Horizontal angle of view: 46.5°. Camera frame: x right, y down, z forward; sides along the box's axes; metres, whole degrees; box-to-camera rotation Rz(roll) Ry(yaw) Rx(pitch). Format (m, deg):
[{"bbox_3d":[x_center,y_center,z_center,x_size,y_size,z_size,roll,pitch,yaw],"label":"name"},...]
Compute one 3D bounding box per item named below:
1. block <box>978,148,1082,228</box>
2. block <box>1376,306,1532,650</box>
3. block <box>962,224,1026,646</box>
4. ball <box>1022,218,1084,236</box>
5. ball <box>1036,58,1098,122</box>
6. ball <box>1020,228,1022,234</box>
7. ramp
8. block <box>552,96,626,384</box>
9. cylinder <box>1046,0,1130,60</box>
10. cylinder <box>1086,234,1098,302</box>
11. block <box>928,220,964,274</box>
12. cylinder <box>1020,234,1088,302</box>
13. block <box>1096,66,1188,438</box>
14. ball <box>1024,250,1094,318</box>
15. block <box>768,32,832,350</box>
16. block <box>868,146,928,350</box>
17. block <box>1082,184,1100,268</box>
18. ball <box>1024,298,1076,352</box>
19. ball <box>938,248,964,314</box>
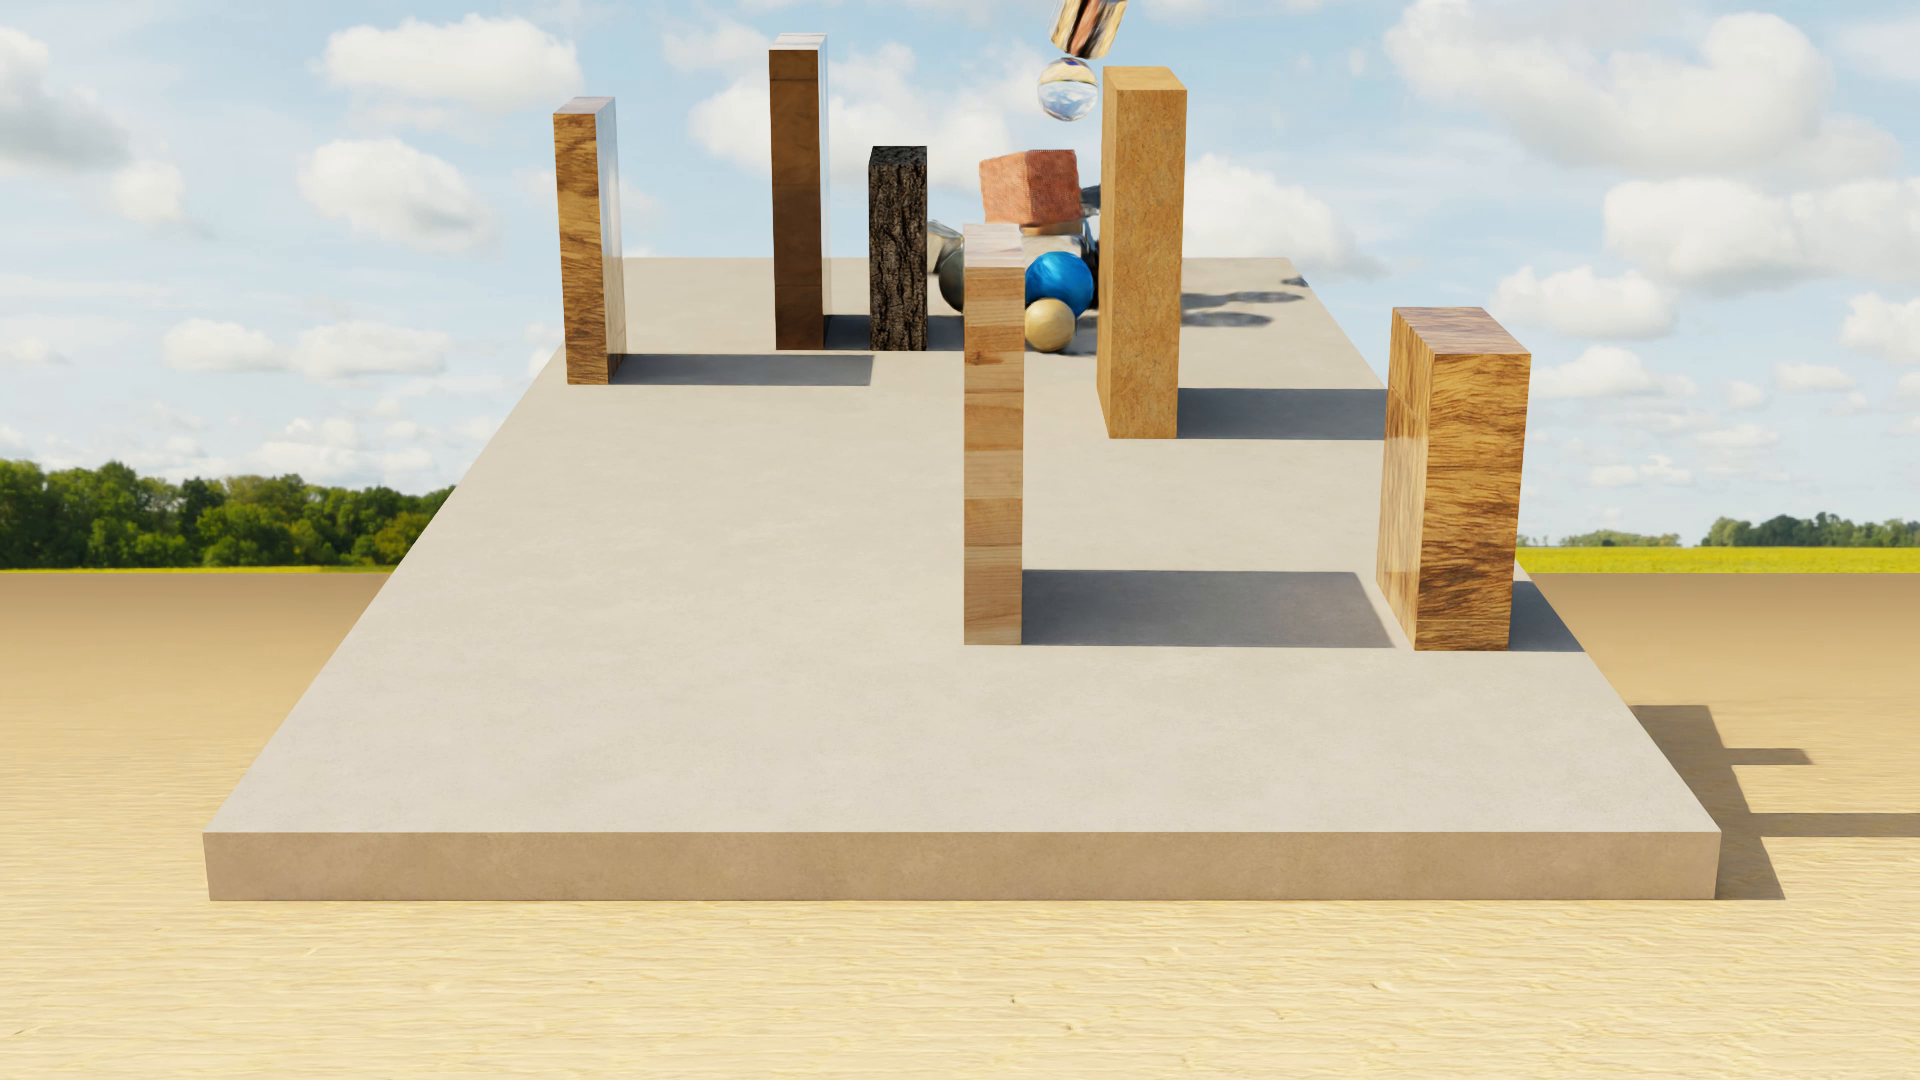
[{"bbox_3d":[0.191,-0.943,6.023,0.186,0.186,0.186,-11,5,-40],"label":"block"},{"bbox_3d":[0.802,-0.108,3.672,0.149,0.487,0.346,0,18,0],"label":"block"},{"bbox_3d":[0.052,-0.183,3.691,0.092,0.617,0.382,0,18,0],"label":"block"},{"bbox_3d":[0.257,-0.876,6.235,0.172,0.172,0.172,0,-1,0],"label":"ball"},{"bbox_3d":[0.290,-1.214,6.034,0.170,0.170,0.170,0,-1,0],"label":"ball"},{"bbox_3d":[0.252,-0.952,6.504,0.193,0.193,0.193,0,-1,0],"label":"ball"},{"bbox_3d":[-0.004,-0.186,4.861,2.000,0.100,4.000,0,18,0],"label":"ramp"},{"bbox_3d":[-0.872,-0.713,5.297,0.095,0.629,0.319,0,18,0],"label":"block"},{"bbox_3d":[0.357,-1.460,6.168,0.188,0.188,0.188,0,-42,-21],"label":"cylinder"},{"bbox_3d":[0.445,-0.754,6.126,0.197,0.197,0.197,0,-1,-1],"label":"cylinder"},{"bbox_3d":[-0.075,-0.851,6.486,0.109,0.109,0.109,31,26,24],"label":"block"},{"bbox_3d":[0.245,-0.741,6.109,0.184,0.184,0.184,-2,0,-7],"label":"cylinder"},{"bbox_3d":[0.391,-0.637,4.895,0.144,0.738,0.448,0,18,0],"label":"block"},{"bbox_3d":[0.258,-0.663,5.863,0.188,0.188,0.188,0,-1,0],"label":"ball"},{"bbox_3d":[-0.400,-0.889,5.667,0.118,0.737,0.422,0,18,0],"label":"block"},{"bbox_3d":[-0.154,-0.743,5.665,0.140,0.461,0.340,0,18,0],"label":"block"},{"bbox_3d":[0.421,-0.828,5.853,0.168,0.168,0.168,-13,34,11],"label":"block"},{"bbox_3d":[0.221,-0.536,5.559,0.134,0.134,0.134,0,-1,0],"label":"ball"},{"bbox_3d":[0.033,-0.680,5.869,0.179,0.179,0.179,0,-1,0],"label":"ball"}]
